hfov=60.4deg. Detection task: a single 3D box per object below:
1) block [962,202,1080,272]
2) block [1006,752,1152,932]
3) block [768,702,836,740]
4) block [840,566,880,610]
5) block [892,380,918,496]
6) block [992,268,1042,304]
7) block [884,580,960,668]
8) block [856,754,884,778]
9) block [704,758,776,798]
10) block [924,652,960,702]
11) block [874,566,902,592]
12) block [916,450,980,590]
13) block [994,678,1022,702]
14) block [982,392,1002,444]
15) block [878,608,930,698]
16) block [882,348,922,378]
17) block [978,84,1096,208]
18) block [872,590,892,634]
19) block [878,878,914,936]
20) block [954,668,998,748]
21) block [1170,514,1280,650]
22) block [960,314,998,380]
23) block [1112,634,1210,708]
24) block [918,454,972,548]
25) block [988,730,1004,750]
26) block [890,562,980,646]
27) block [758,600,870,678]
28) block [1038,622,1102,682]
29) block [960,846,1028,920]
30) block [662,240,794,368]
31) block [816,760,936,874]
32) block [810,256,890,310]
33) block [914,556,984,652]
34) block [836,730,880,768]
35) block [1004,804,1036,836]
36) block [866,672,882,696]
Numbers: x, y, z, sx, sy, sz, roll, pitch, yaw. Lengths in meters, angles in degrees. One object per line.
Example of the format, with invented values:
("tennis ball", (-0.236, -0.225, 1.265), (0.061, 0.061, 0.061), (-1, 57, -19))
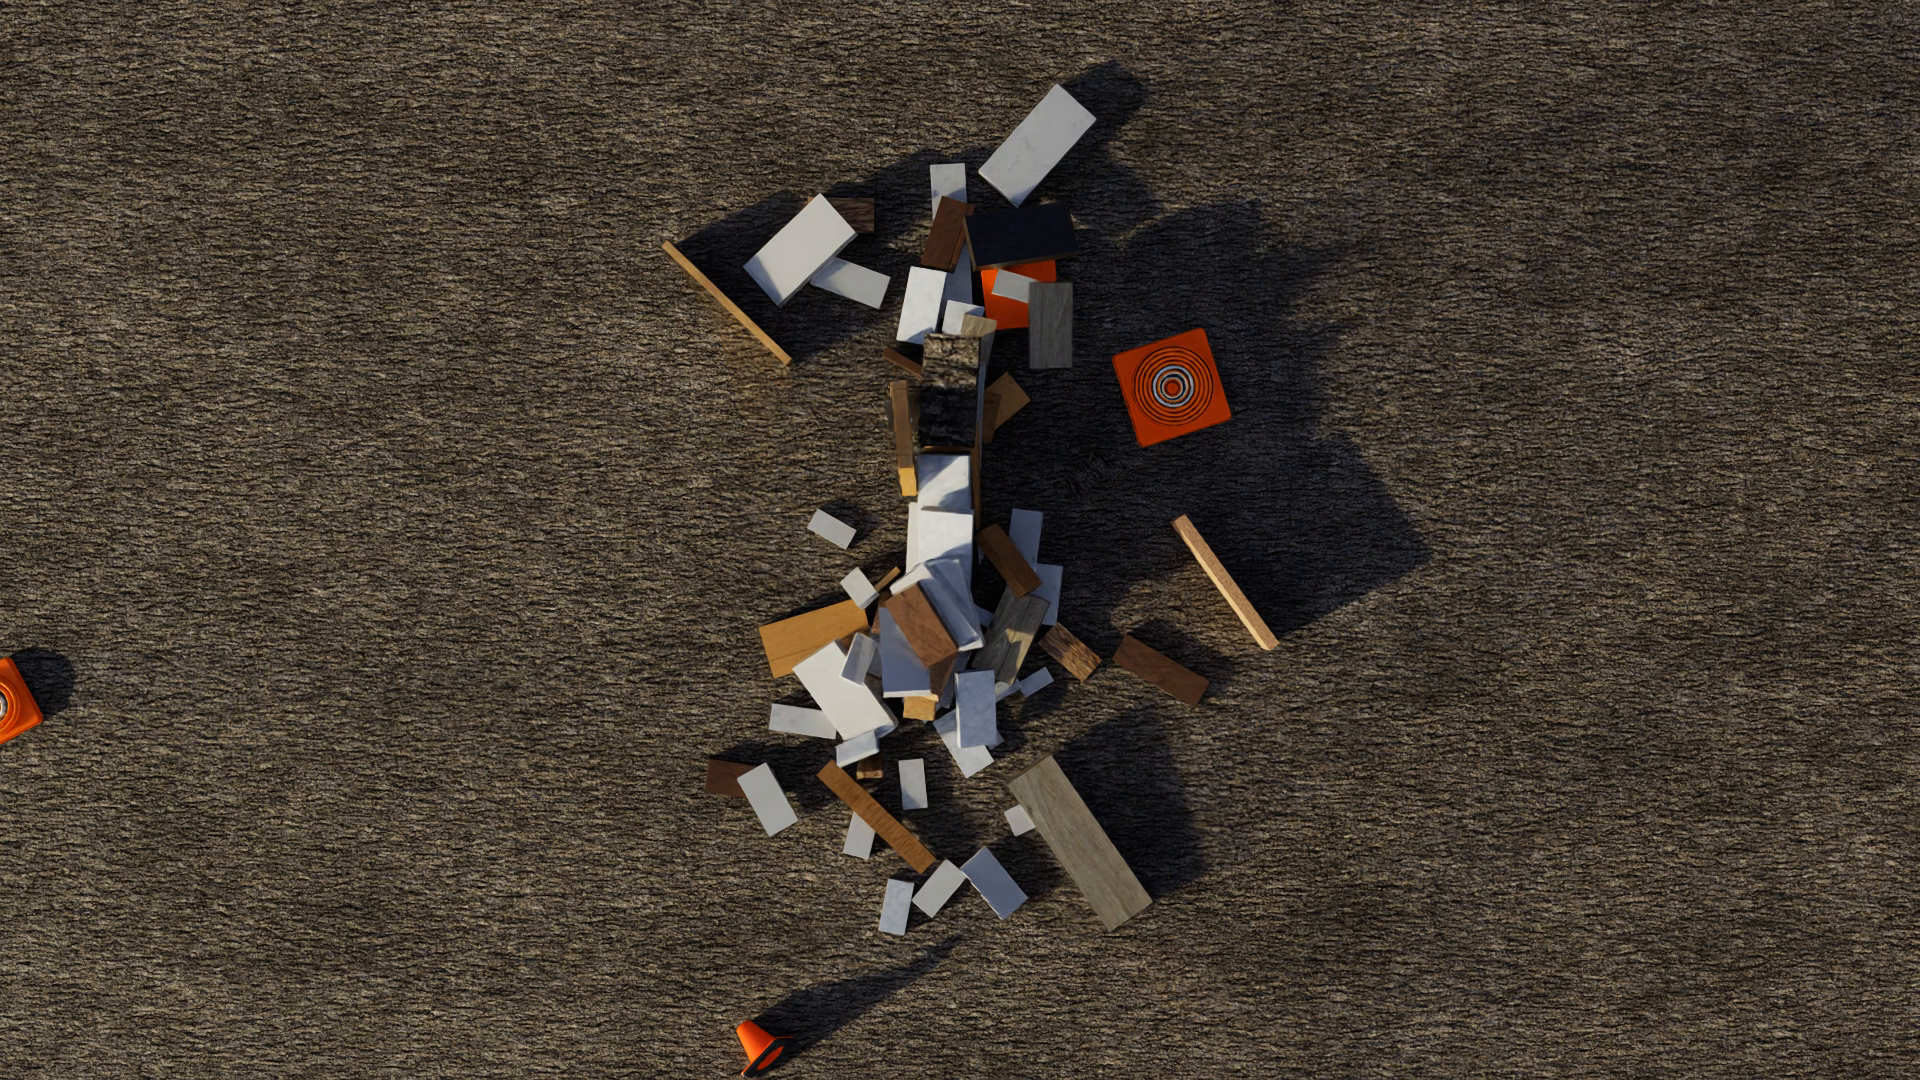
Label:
("block", (0.200, -0.999, 5.426), (0.353, 0.050, 0.176), (-11, 80, -12))
("block", (0.396, 0.999, 5.456), (0.176, 0.050, 0.600), (-35, 94, 1))
("block", (-0.518, 0.602, 5.488), (0.224, 0.025, 0.088), (9, 90, 0))
("block", (-0.331, 0.160, 5.434), (0.079, 0.158, 0.022), (-42, 132, 0))
("block", (-0.178, -0.326, 5.281), (0.047, 0.166, 0.332), (-6, 60, 0))
("block", (0.194, -0.832, 5.441), (0.164, 0.023, 0.082), (16, 89, -2))
("block", (-0.120, 0.267, 5.215), (0.126, 0.036, 0.252), (-29, 100, 19))
("block", (-0.294, 0.742, 5.418), (0.082, 0.164, 0.023), (-4, 103, 0))
("block", (-0.729, 0.797, 5.484), (0.221, 0.031, 0.110), (9, 90, 0))
("block", (-0.089, 0.345, 5.381), (0.172, 0.049, 0.344), (16, 62, 14))
("block", (-0.261, 0.147, 5.460), (0.158, 0.079, 0.022), (-42, 91, 0))
("block", (-0.037, -0.062, 5.400), (0.172, 0.049, 0.456), (-2, 106, 10))
("block", (0.144, 0.495, 5.482), (0.118, 0.016, 0.055), (-30, 79, 5))
("block", (0.081, -0.408, 5.453), (0.082, 0.023, 0.164), (12, 90, 0))
("block", (-0.179, 0.358, 5.316), (0.151, 0.043, 0.302), (-3, 61, -3))
("block", (-0.160, -0.573, 5.450), (0.201, 0.100, 0.028), (28, 90, 0))
("block", (0.257, -1.307, 5.475), (0.176, 0.050, 0.388), (42, 90, 0))
("block", (-0.235, 0.244, 5.436), (0.082, 0.023, 0.164), (10, 49, 3))
("block", (-0.212, 1.218, 5.488), (0.088, 0.025, 0.176), (11, 90, 0))
("block", (0.052, 0.552, 5.424), (0.126, 0.036, 0.252), (-5, 100, -16))
("block", (0.869, 0.138, 5.430), (0.040, 0.141, 0.522), (-36, 90, 0))
("block", (0.046, -0.626, 5.434), (0.111, 0.031, 0.221), (11, 99, -2))
("block", (0.666, 0.434, 5.486), (0.319, 0.028, 0.100), (30, 90, 0))
("block", (-0.048, -0.109, 5.284), (0.166, 0.047, 0.332), (1, 102, 9))
("block", (0.094, 0.637, 5.492), (0.055, 0.016, 0.111), (-33, 90, 0))
("block", (-0.081, 0.220, 5.233), (0.141, 0.040, 0.282), (-35, 98, 20))
("block", (-0.472, 0.322, 5.475), (0.352, 0.050, 0.176), (-17, 90, 0))
("block", (0.365, 0.371, 5.486), (0.198, 0.028, 0.099), (41, 90, 0))
("block", (0.112, 1.139, 5.471), (0.110, 0.031, 0.221), (-40, 90, -14))
("block", (-0.765, -0.778, 5.451), (0.563, 0.099, 0.028), (44, 90, 0))
("block", (-0.277, 0.915, 5.464), (0.477, 0.021, 0.074), (44, 89, -2))
("block", (-0.364, -0.862, 5.484), (0.244, 0.031, 0.111), (20, 90, 0))
("block", (-0.033, 0.210, 5.267), (0.151, 0.043, 0.302), (-12, 105, 13))
("block", (-0.336, 0.683, 5.395), (0.148, 0.021, 0.074), (-24, 46, 15))
("block", (0.246, 0.905, 5.487), (0.182, 0.026, 0.091), (-26, 90, 0))
("block", (-0.316, 0.529, 5.456), (0.091, 0.026, 0.182), (26, 109, 3))
